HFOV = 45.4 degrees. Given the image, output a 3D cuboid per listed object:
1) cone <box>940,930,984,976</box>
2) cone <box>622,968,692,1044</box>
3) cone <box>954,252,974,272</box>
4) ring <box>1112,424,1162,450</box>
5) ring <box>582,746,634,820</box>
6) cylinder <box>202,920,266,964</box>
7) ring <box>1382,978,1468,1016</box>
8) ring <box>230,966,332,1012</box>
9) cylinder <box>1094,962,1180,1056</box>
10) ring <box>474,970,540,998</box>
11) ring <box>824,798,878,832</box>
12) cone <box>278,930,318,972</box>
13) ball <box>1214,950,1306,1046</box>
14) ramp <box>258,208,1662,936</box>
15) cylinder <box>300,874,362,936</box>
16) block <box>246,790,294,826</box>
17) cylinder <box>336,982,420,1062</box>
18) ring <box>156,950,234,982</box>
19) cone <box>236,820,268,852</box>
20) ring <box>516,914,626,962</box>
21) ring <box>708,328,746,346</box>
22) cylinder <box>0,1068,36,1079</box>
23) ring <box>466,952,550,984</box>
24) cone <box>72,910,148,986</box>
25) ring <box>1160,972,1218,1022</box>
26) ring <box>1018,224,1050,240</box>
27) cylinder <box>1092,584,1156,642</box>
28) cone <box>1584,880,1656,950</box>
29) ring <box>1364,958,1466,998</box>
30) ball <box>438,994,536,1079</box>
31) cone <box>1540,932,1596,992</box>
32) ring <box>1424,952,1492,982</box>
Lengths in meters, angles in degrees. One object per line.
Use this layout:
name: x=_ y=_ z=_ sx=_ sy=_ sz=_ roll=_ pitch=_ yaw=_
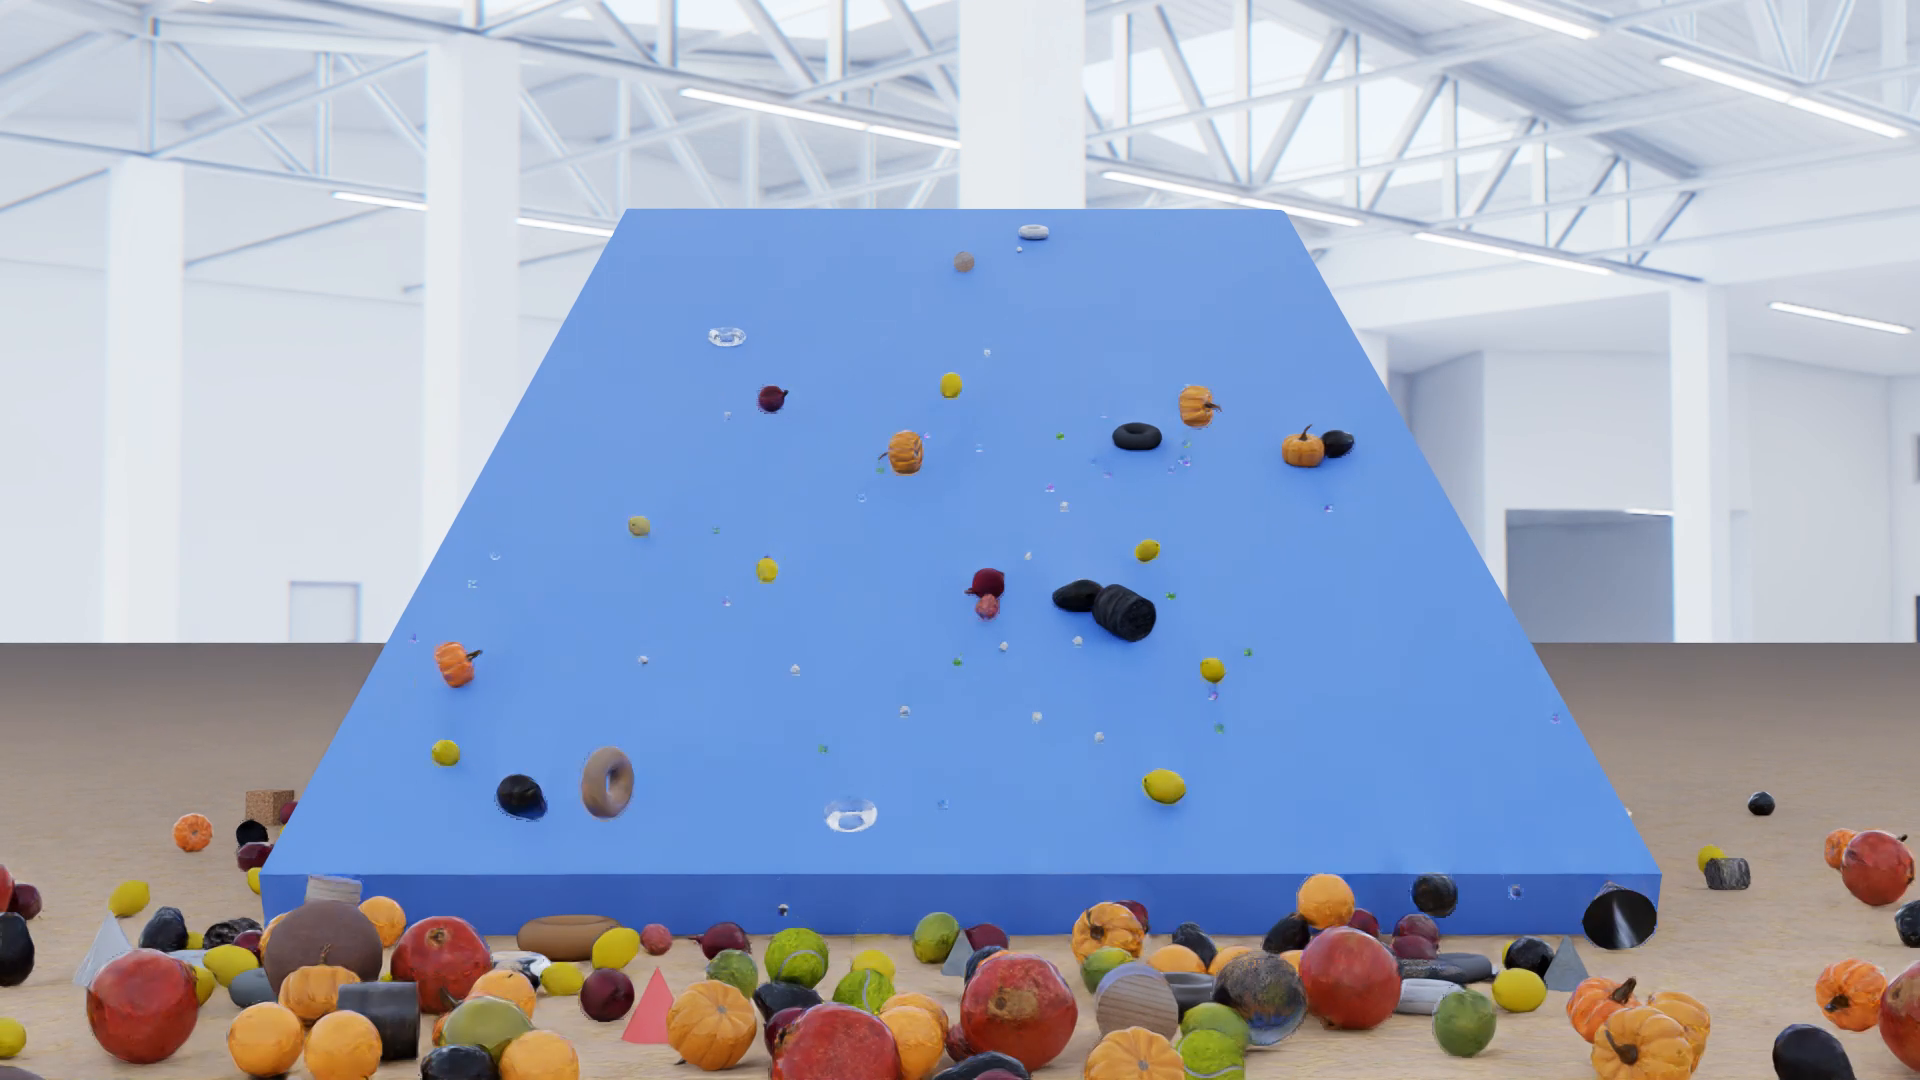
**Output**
cone: x=0.003 y=0.524 z=2.927 sx=0.058 sy=0.058 sz=0.058 roll=0 pitch=-2 yaw=0
cone: x=-0.325 y=0.495 z=2.460 sx=0.077 sy=0.077 sz=0.077 roll=0 pitch=-2 yaw=0
cone: x=0.009 y=-0.762 z=6.331 sx=0.058 sy=0.058 sz=0.058 roll=0 pitch=-5 yaw=-5
ring: x=0.384 y=-0.224 z=4.974 sx=0.108 sy=0.036 sz=0.108 roll=0 pitch=23 yaw=0
ring: x=-0.510 y=0.351 z=3.318 sx=0.035 sy=0.106 sz=0.106 roll=2 pitch=-1 yaw=26
cylinder: x=-0.953 y=0.528 z=3.009 sx=0.057 sy=0.057 sz=0.057 roll=-1 pitch=-11 yaw=15
ring: x=0.534 y=0.525 z=2.635 sx=0.098 sy=0.033 sz=0.098 roll=1 pitch=-3 yaw=0
ring: x=-0.792 y=0.523 z=2.673 sx=0.115 sy=0.038 sz=0.115 roll=2 pitch=-1 yaw=0
cylinder: x=0.183 y=0.489 z=2.390 sx=0.084 sy=0.084 sz=0.084 roll=0 pitch=-2 yaw=2
ring: x=-0.544 y=0.533 z=2.752 sx=0.079 sy=0.026 sz=0.079 roll=0 pitch=-4 yaw=0
ring: x=-0.163 y=0.407 z=3.404 sx=0.080 sy=0.027 sz=0.080 roll=-1 pitch=23 yaw=0
cone: x=-0.851 y=0.527 z=2.943 sx=0.054 sy=0.054 sz=0.054 roll=0 pitch=-2 yaw=0
ball: x=0.311 y=0.475 z=2.377 sx=0.096 sy=0.096 sz=0.096 roll=0 pitch=-2 yaw=0
ramp: x=-0.006 y=-0.220 z=5.144 sx=2.000 sy=0.100 sz=4.000 roll=0 pitch=22 yaw=0
cylinder: x=-0.803 y=0.466 z=2.927 sx=0.068 sy=0.068 sz=0.068 roll=9 pitch=-5 yaw=1
block: x=-1.580 y=0.612 z=5.249 sx=0.076 sy=0.076 sz=0.076 roll=-1 pitch=-3 yaw=21
cylinder: x=-0.592 y=0.490 z=2.335 sx=0.077 sy=0.077 sz=0.077 roll=0 pitch=-2 yaw=-10
ring: x=-0.964 y=0.536 z=2.889 sx=0.094 sy=0.031 sz=0.094 roll=1 pitch=-1 yaw=0
cone: x=-1.436 y=0.609 z=4.615 sx=0.067 sy=0.067 sz=0.067 roll=2 pitch=-30 yaw=-40
ring: x=-0.523 y=0.536 z=3.091 sx=0.146 sy=0.049 sz=0.146 roll=0 pitch=-1 yaw=0
ring: x=-0.576 y=-0.502 z=5.673 sx=0.093 sy=0.031 sz=0.093 roll=1 pitch=21 yaw=0
cylinder: x=-0.842 y=0.488 z=1.999 sx=0.053 sy=0.053 sz=0.053 roll=-1 pitch=-3 yaw=21
ring: x=-0.560 y=0.532 z=2.842 sx=0.105 sy=0.035 sz=0.105 roll=-1 pitch=-1 yaw=0
cone: x=-1.062 y=0.505 z=2.866 sx=0.090 sy=0.090 sz=0.090 roll=-1 pitch=-2 yaw=0
ring: x=0.250 y=0.518 z=2.601 sx=0.129 sy=0.043 sz=0.129 roll=0 pitch=-1 yaw=0
ring: x=0.215 y=-0.893 z=6.654 sx=0.091 sy=0.030 sz=0.091 roll=1 pitch=21 yaw=0
cylinder: x=0.289 y=0.128 z=4.033 sx=0.080 sy=0.080 sz=0.080 roll=2 pitch=17 yaw=-36
cone: x=0.902 y=0.497 z=3.165 sx=0.098 sy=0.098 sz=0.098 roll=0 pitch=25 yaw=5
ring: x=0.544 y=0.526 z=2.740 sx=0.122 sy=0.041 sz=0.122 roll=0 pitch=-4 yaw=0
ball: x=-0.446 y=0.476 z=2.165 sx=0.091 sy=0.091 sz=0.091 roll=0 pitch=-2 yaw=0
cone: x=0.744 y=0.515 z=2.812 sx=0.067 sy=0.067 sz=0.067 roll=0 pitch=-2 yaw=0
ring: x=0.622 y=0.536 z=2.877 sx=0.089 sy=0.030 sz=0.089 roll=-1 pitch=-4 yaw=0
